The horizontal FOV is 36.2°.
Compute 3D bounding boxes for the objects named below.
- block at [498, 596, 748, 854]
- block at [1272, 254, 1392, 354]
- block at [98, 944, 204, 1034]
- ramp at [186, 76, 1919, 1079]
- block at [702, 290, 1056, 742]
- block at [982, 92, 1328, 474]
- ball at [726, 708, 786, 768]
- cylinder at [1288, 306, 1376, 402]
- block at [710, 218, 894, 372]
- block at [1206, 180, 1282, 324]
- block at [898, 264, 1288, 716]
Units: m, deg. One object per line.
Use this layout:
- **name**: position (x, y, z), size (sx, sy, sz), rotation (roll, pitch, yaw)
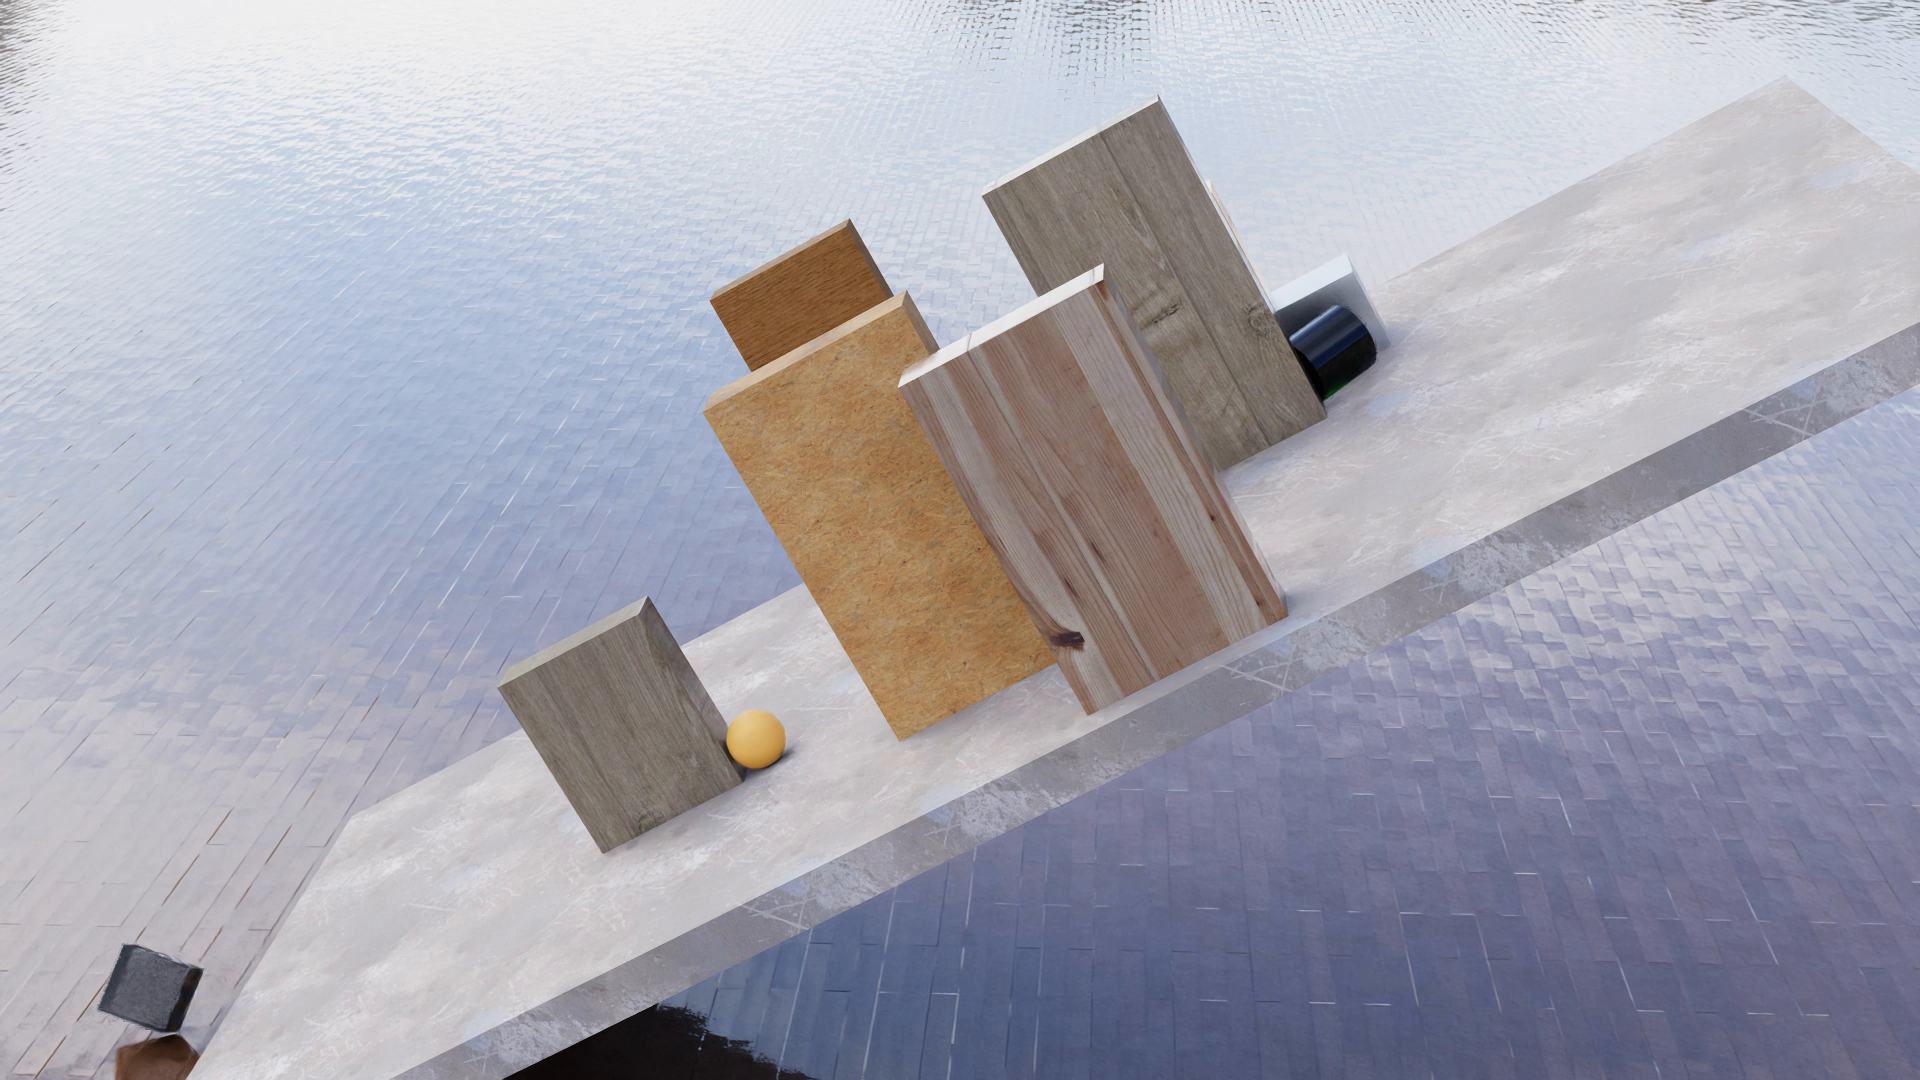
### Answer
- **block**: position (-0.699, 0.386, 6.135), size (0.344, 0.421, 0.116), rotation (-27, 14, 11)
- **block**: position (0.831, -0.496, 6.594), size (0.191, 0.191, 0.191), rotation (-27, 14, 11)
- **block**: position (-1.813, 1.006, 6.595), size (0.153, 0.153, 0.153), rotation (20, -10, 2)
- **ramp**: position (0.142, 0.167, 6.283), size (4.000, 0.100, 2.000), rotation (-27, 14, 11)
- **block**: position (-0.111, -0.042, 5.733), size (0.438, 0.766, 0.134), rotation (-27, 14, 11)
- **block**: position (0.417, -0.507, 6.265), size (0.418, 0.772, 0.103), rotation (-27, 14, 11)
- **ball**: position (-0.423, 0.412, 6.108), size (0.124, 0.124, 0.124), rotation (0, 18, 0)
- **cylinder**: position (0.795, -0.402, 6.411), size (0.158, 0.158, 0.158), rotation (-35, 32, -20)
- **block**: position (-0.234, -0.332, 6.960), size (0.368, 0.771, 0.099), rotation (-27, 14, 11)
- **block**: position (0.560, -0.520, 6.600), size (0.264, 0.491, 0.146), rotation (-27, 14, 11)
- **block**: position (0.244, -0.086, 5.302), size (0.410, 0.704, 0.129), rotation (-27, 14, 11)
